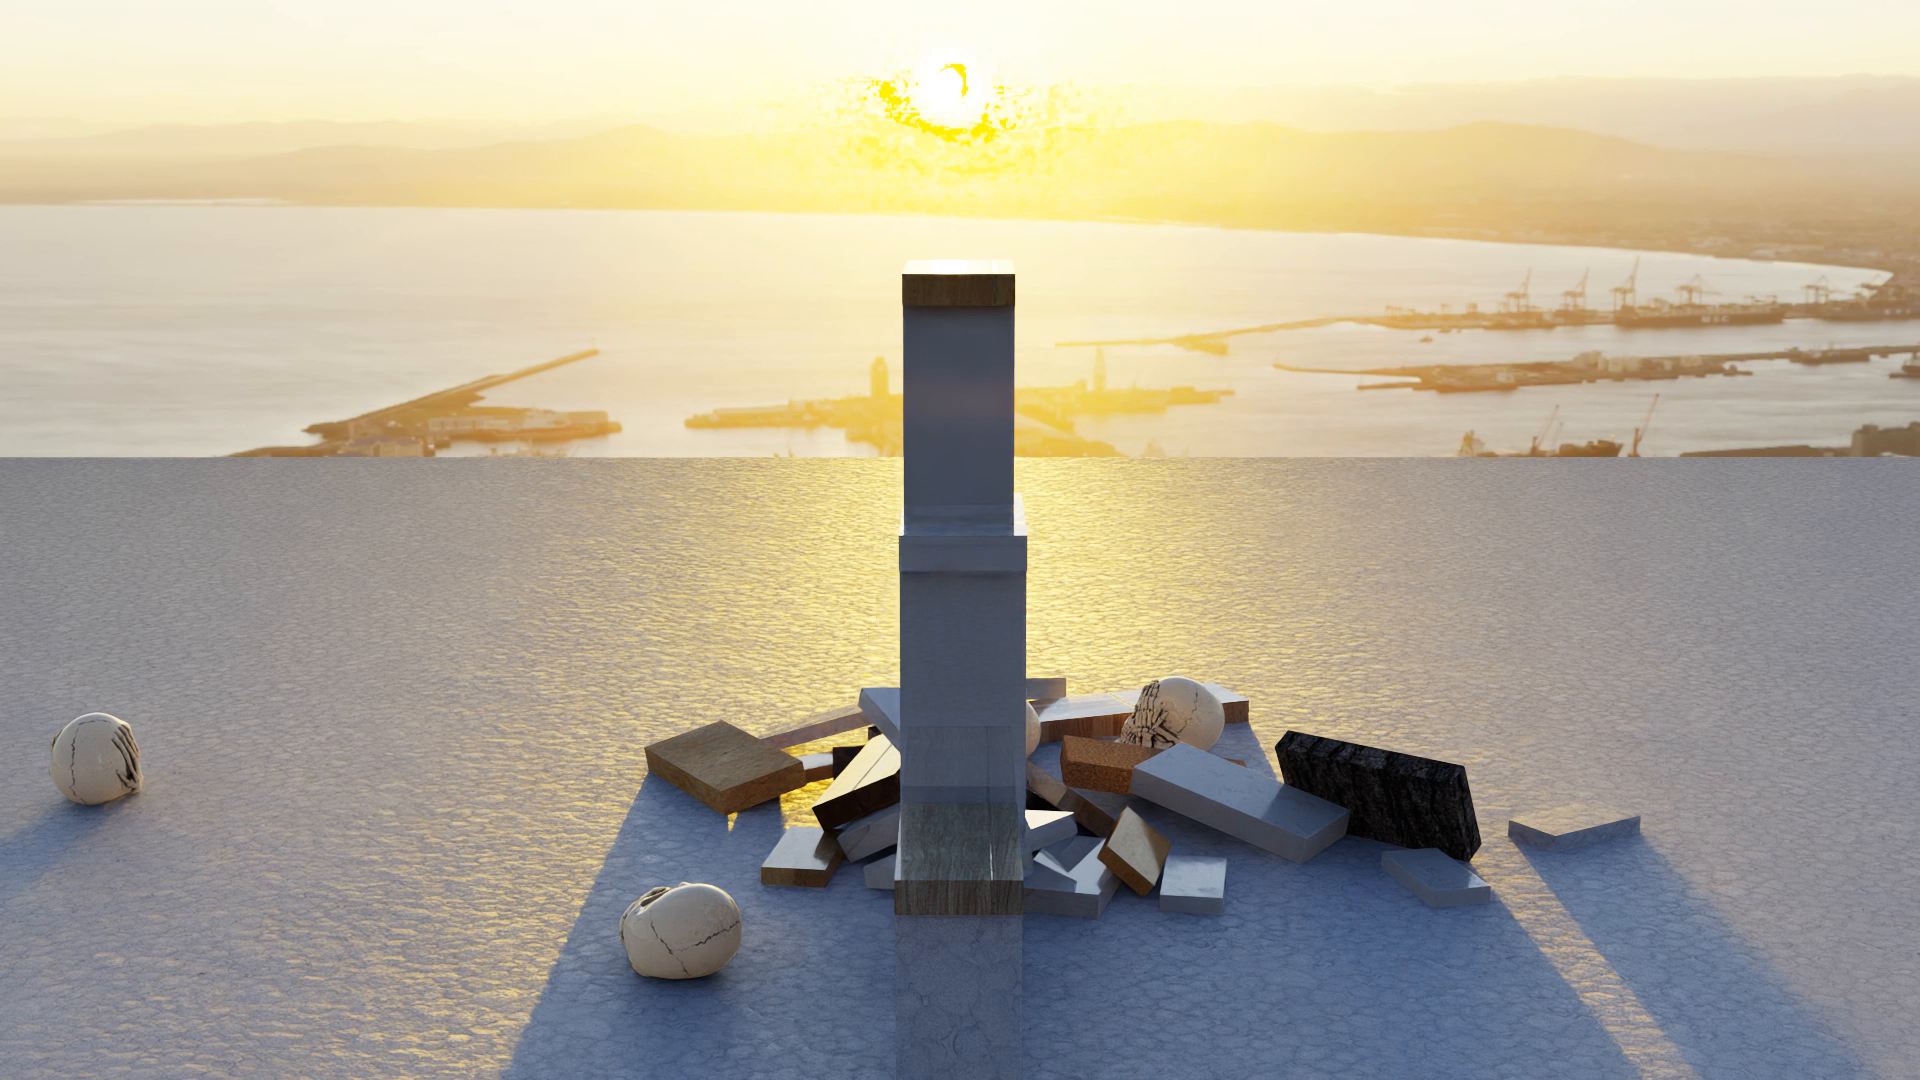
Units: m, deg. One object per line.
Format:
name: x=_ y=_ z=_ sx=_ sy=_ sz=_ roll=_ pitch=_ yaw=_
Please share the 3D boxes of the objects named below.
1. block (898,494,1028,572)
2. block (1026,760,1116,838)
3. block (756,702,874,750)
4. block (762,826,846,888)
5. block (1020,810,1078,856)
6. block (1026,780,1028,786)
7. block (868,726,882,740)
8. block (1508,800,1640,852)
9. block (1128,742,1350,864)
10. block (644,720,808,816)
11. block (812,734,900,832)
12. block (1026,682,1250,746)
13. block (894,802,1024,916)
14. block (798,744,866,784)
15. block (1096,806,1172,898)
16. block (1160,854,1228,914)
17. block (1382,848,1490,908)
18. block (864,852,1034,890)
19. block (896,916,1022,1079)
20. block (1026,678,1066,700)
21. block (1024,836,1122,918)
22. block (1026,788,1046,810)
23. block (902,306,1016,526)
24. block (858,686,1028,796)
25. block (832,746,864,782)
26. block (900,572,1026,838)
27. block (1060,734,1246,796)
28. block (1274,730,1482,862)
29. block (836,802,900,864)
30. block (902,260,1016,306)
block: x=0.004 y=-0.014 z=3.084 sx=0.171 sy=0.049 sz=0.343 roll=0 pitch=11 yaw=0
block: x=0.179 y=0.465 z=4.014 sx=0.143 sy=0.041 sz=0.286 roll=37 pitch=-5 yaw=-24
block: x=-0.253 y=0.370 z=4.490 sx=0.331 sy=0.031 sz=0.110 roll=-16 pitch=7 yaw=14
block: x=-0.265 y=0.548 z=3.810 sx=0.110 sy=0.031 sz=0.221 roll=2 pitch=11 yaw=8
block: x=0.063 y=0.501 z=3.666 sx=0.130 sy=0.037 sz=0.259 roll=-4 pitch=6 yaw=42
block: x=0.041 y=0.386 z=3.663 sx=0.095 sy=0.027 sz=0.191 roll=21 pitch=-5 yaw=-14
block: x=-0.113 y=0.401 z=4.360 sx=0.089 sy=0.025 sz=0.177 roll=-4 pitch=12 yaw=-20
block: x=1.112 y=0.517 z=3.977 sx=0.221 sy=0.031 sz=0.110 roll=-7 pitch=12 yaw=-32
block: x=0.503 y=0.471 z=3.965 sx=0.354 sy=0.050 sz=0.177 roll=20 pitch=22 yaw=31
block: x=-0.458 y=0.438 z=4.265 sx=0.175 sy=0.050 sz=0.350 roll=-18 pitch=18 yaw=-28
block: x=-0.130 y=0.415 z=4.020 sx=0.175 sy=0.050 sz=0.350 roll=-24 pitch=8 yaw=21
block: x=0.334 y=0.372 z=4.715 sx=0.553 sy=0.047 sz=0.167 roll=-4 pitch=11 yaw=-21
block: x=-0.001 y=0.406 z=2.824 sx=0.157 sy=0.044 sz=0.313 roll=0 pitch=11 yaw=0
block: x=-0.272 y=0.443 z=4.295 sx=0.193 sy=0.027 sz=0.096 roll=-11 pitch=11 yaw=-3
block: x=0.298 y=0.529 z=3.744 sx=0.102 sy=0.029 sz=0.204 roll=40 pitch=18 yaw=3
block: x=0.391 y=0.575 z=3.673 sx=0.102 sy=0.029 sz=0.204 roll=2 pitch=11 yaw=9
block: x=0.800 y=0.568 z=3.709 sx=0.102 sy=0.029 sz=0.204 roll=-2 pitch=11 yaw=-13
block: x=-0.019 y=0.550 z=3.665 sx=0.259 sy=0.037 sz=0.130 roll=-4 pitch=6 yaw=39
block: x=-0.001 y=0.601 z=2.754 sx=0.157 sy=0.313 sz=0.044 roll=0 pitch=11 yaw=0
block: x=0.078 y=0.321 z=4.748 sx=0.166 sy=0.047 sz=0.333 roll=-2 pitch=-4 yaw=31
block: x=0.193 y=0.563 z=3.703 sx=0.143 sy=0.041 sz=0.286 roll=3 pitch=11 yaw=16
block: x=0.071 y=0.487 z=3.927 sx=0.143 sy=0.041 sz=0.286 roll=31 pitch=13 yaw=1
block: x=-0.002 y=-0.171 z=2.978 sx=0.150 sy=0.300 sz=0.042 roll=0 pitch=11 yaw=0
block: x=-0.037 y=0.370 z=3.913 sx=0.130 sy=0.037 sz=0.439 roll=1 pitch=21 yaw=-27
block: x=-0.148 y=0.443 z=4.220 sx=0.193 sy=0.027 sz=0.096 roll=-1 pitch=55 yaw=-5
block: x=0.004 y=0.218 z=3.011 sx=0.171 sy=0.380 sz=0.049 roll=0 pitch=11 yaw=0
block: x=0.372 y=0.443 z=4.181 sx=0.354 sy=0.050 sz=0.177 roll=8 pitch=10 yaw=-1
block: x=0.741 y=0.453 z=3.911 sx=0.354 sy=0.177 sz=0.050 roll=9 pitch=40 yaw=40
block: x=-0.078 y=0.452 z=3.977 sx=0.175 sy=0.050 sz=0.403 roll=-26 pitch=7 yaw=20
block: x=-0.001 y=-0.357 z=3.044 sx=0.150 sy=0.042 sz=0.300 roll=0 pitch=11 yaw=0
